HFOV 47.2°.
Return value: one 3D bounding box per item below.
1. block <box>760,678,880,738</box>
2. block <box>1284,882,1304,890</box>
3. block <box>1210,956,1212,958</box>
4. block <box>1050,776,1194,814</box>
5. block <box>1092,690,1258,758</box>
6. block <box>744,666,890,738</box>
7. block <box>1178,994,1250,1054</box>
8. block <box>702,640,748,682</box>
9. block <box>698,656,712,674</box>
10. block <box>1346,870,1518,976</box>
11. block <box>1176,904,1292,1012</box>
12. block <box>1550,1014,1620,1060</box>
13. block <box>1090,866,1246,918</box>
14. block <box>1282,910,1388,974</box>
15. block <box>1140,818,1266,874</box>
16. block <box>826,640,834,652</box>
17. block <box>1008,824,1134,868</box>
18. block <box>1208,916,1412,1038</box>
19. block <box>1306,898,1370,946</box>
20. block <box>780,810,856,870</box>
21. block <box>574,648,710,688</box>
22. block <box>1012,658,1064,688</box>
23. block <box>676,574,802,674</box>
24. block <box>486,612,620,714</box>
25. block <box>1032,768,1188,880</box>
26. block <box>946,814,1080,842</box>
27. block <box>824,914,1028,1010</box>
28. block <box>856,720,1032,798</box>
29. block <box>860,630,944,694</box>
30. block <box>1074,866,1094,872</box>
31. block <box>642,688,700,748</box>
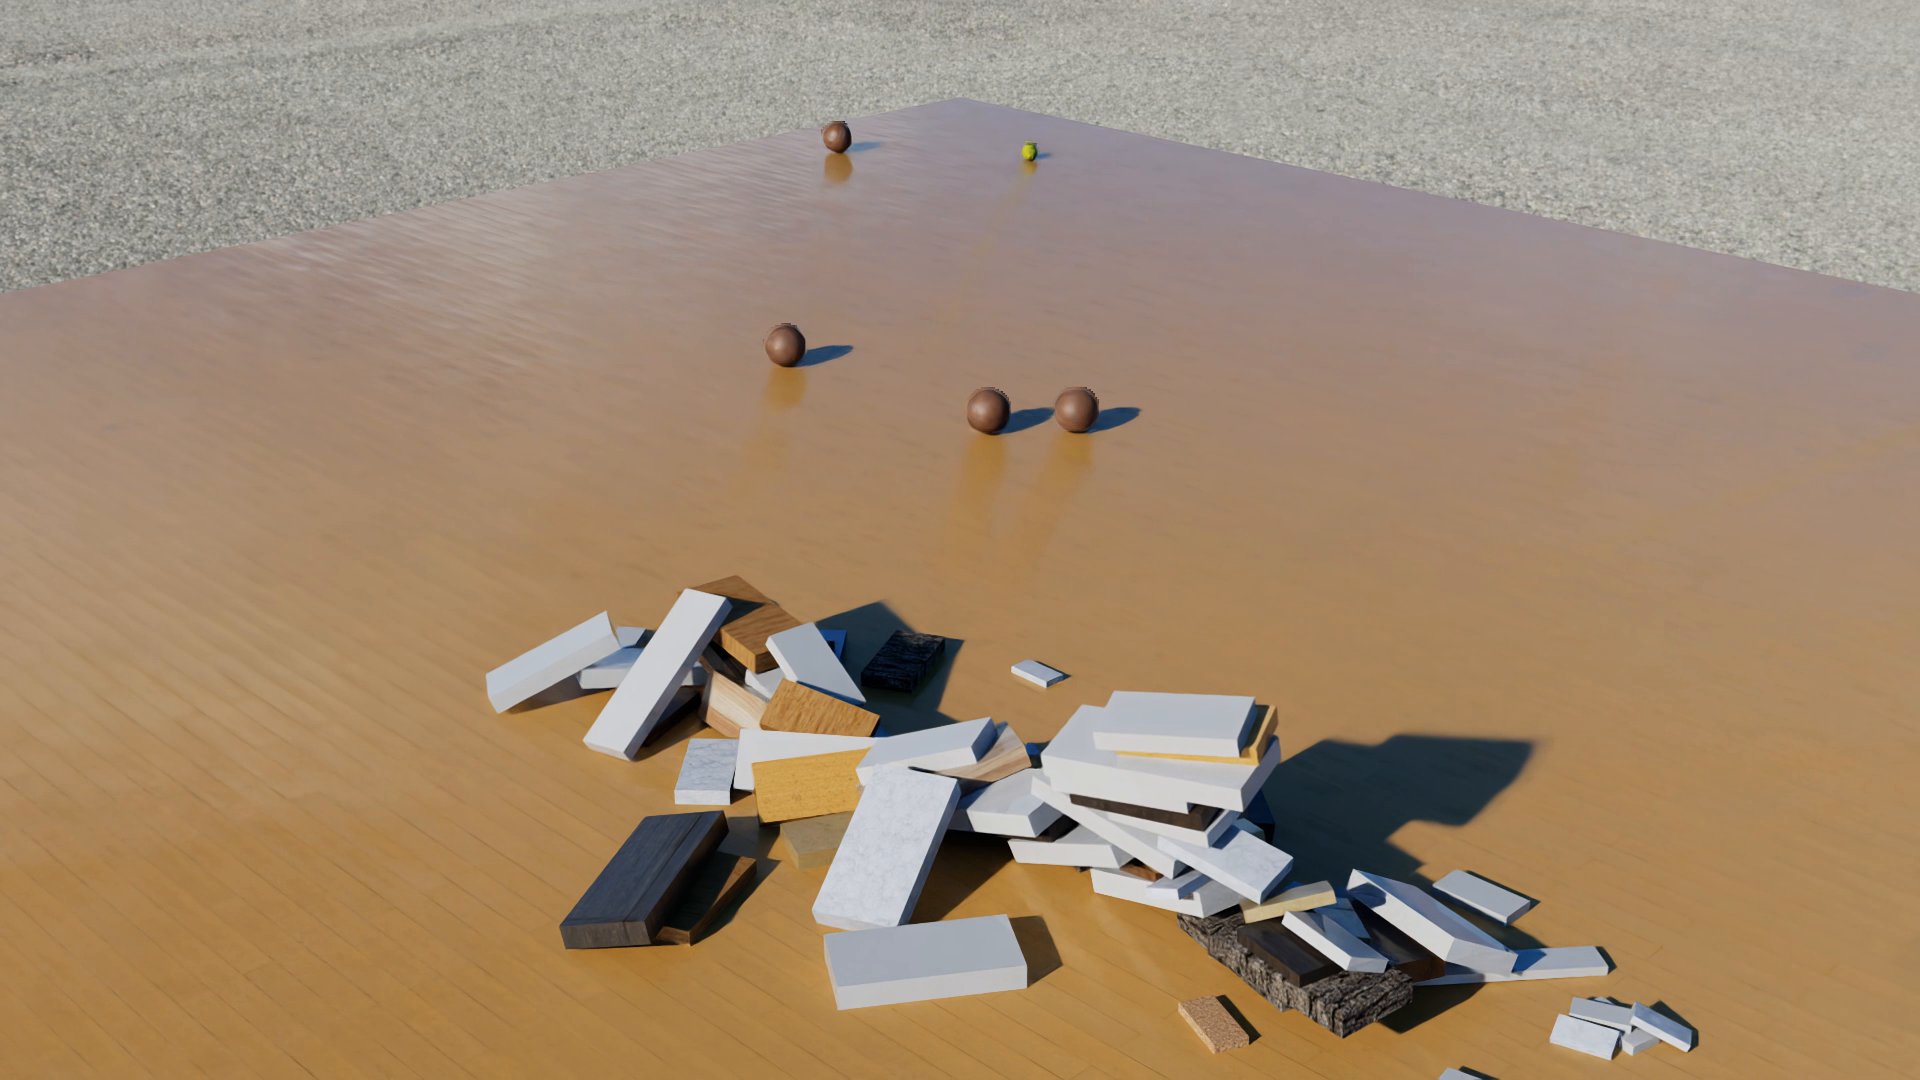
[{"bbox_3d":[-0.292,0.381,4.594,0.226,0.032,0.113,20,63,13],"label":"block"},{"bbox_3d":[0.624,0.676,4.150,0.047,0.013,0.095,19,29,37],"label":"block"},{"bbox_3d":[0.500,0.743,3.992,0.095,0.013,0.047,3,23,7],"label":"block"},{"bbox_3d":[0.313,0.416,3.954,0.271,0.038,0.135,6,33,31],"label":"block"},{"bbox_3d":[0.377,0.321,3.846,0.259,0.037,0.130,1,31,23],"label":"block"},{"bbox_3d":[-0.304,0.369,4.710,0.162,0.046,0.325,-17,46,-35],"label":"block"},{"bbox_3d":[0.435,0.831,3.778,0.066,0.019,0.132,-9,25,-20],"label":"block"},{"bbox_3d":[-0.432,0.291,4.850,0.162,0.046,0.325,-17,47,-35],"label":"block"},{"bbox_3d":[-0.481,0.280,4.922,0.152,0.043,0.303,-16,47,-34],"label":"block"},{"bbox_3d":[0.844,0.687,3.957,0.153,0.043,0.307,18,7,-28],"label":"block"},{"bbox_3d":[0.546,0.719,3.925,0.164,0.046,0.328,-14,25,-24],"label":"block"},{"bbox_3d":[1.060,0.843,3.731,0.103,0.015,0.052,13,48,27],"label":"block"},{"bbox_3d":[0.407,0.630,4.085,0.164,0.046,0.328,-15,9,-32],"label":"block"},{"bbox_3d":[0.637,0.683,3.739,0.087,0.025,0.175,11,12,-34],"label":"block"},{"bbox_3d":[0.446,0.565,4.068,0.215,0.030,0.108,-12,7,-11],"label":"block"},{"bbox_3d":[-0.364,0.250,5.060,0.138,0.020,0.069,5,24,12],"label":"block"},{"bbox_3d":[0.252,0.559,4.187,0.163,0.046,0.326,-28,11,-33],"label":"block"},{"bbox_3d":[0.596,0.730,3.767,0.164,0.046,0.328,-18,26,-32],"label":"block"},{"bbox_3d":[0.672,0.682,3.930,0.081,0.023,0.161,7,15,-7],"label":"block"},{"bbox_3d":[-0.217,0.583,4.341,0.250,0.035,0.125,-8,24,-19],"label":"block"},{"bbox_3d":[-0.712,0.287,4.959,0.303,0.043,0.152,-1,14,-19],"label":"block"},{"bbox_3d":[0.177,0.304,5.023,0.055,0.016,0.111,-20,30,-39],"label":"block"},{"bbox_3d":[-0.475,0.183,4.874,0.162,0.046,0.325,-17,34,-35],"label":"block"},{"bbox_3d":[-0.907,0.271,4.898,0.303,0.043,0.152,-28,22,-4],"label":"block"},{"bbox_3d":[0.310,0.486,4.057,0.326,0.046,0.163,29,46,30],"label":"block"},{"bbox_3d":[0.113,0.523,4.319,0.326,0.046,0.163,-2,21,47],"label":"block"},{"bbox_3d":[-0.064,0.752,3.928,0.337,0.048,0.169,-4,23,-10],"label":"block"},{"bbox_3d":[-0.035,0.464,4.338,0.328,0.047,0.164,-22,16,-6],"label":"block"},{"bbox_3d":[-0.129,0.278,5.061,0.120,0.034,0.239,7,24,17],"label":"block"},{"bbox_3d":[0.273,0.607,4.305,0.140,0.020,0.070,-14,27,-29],"label":"block"},{"bbox_3d":[-0.675,0.382,4.820,0.112,0.032,0.224,10,25,22],"label":"block"}]
